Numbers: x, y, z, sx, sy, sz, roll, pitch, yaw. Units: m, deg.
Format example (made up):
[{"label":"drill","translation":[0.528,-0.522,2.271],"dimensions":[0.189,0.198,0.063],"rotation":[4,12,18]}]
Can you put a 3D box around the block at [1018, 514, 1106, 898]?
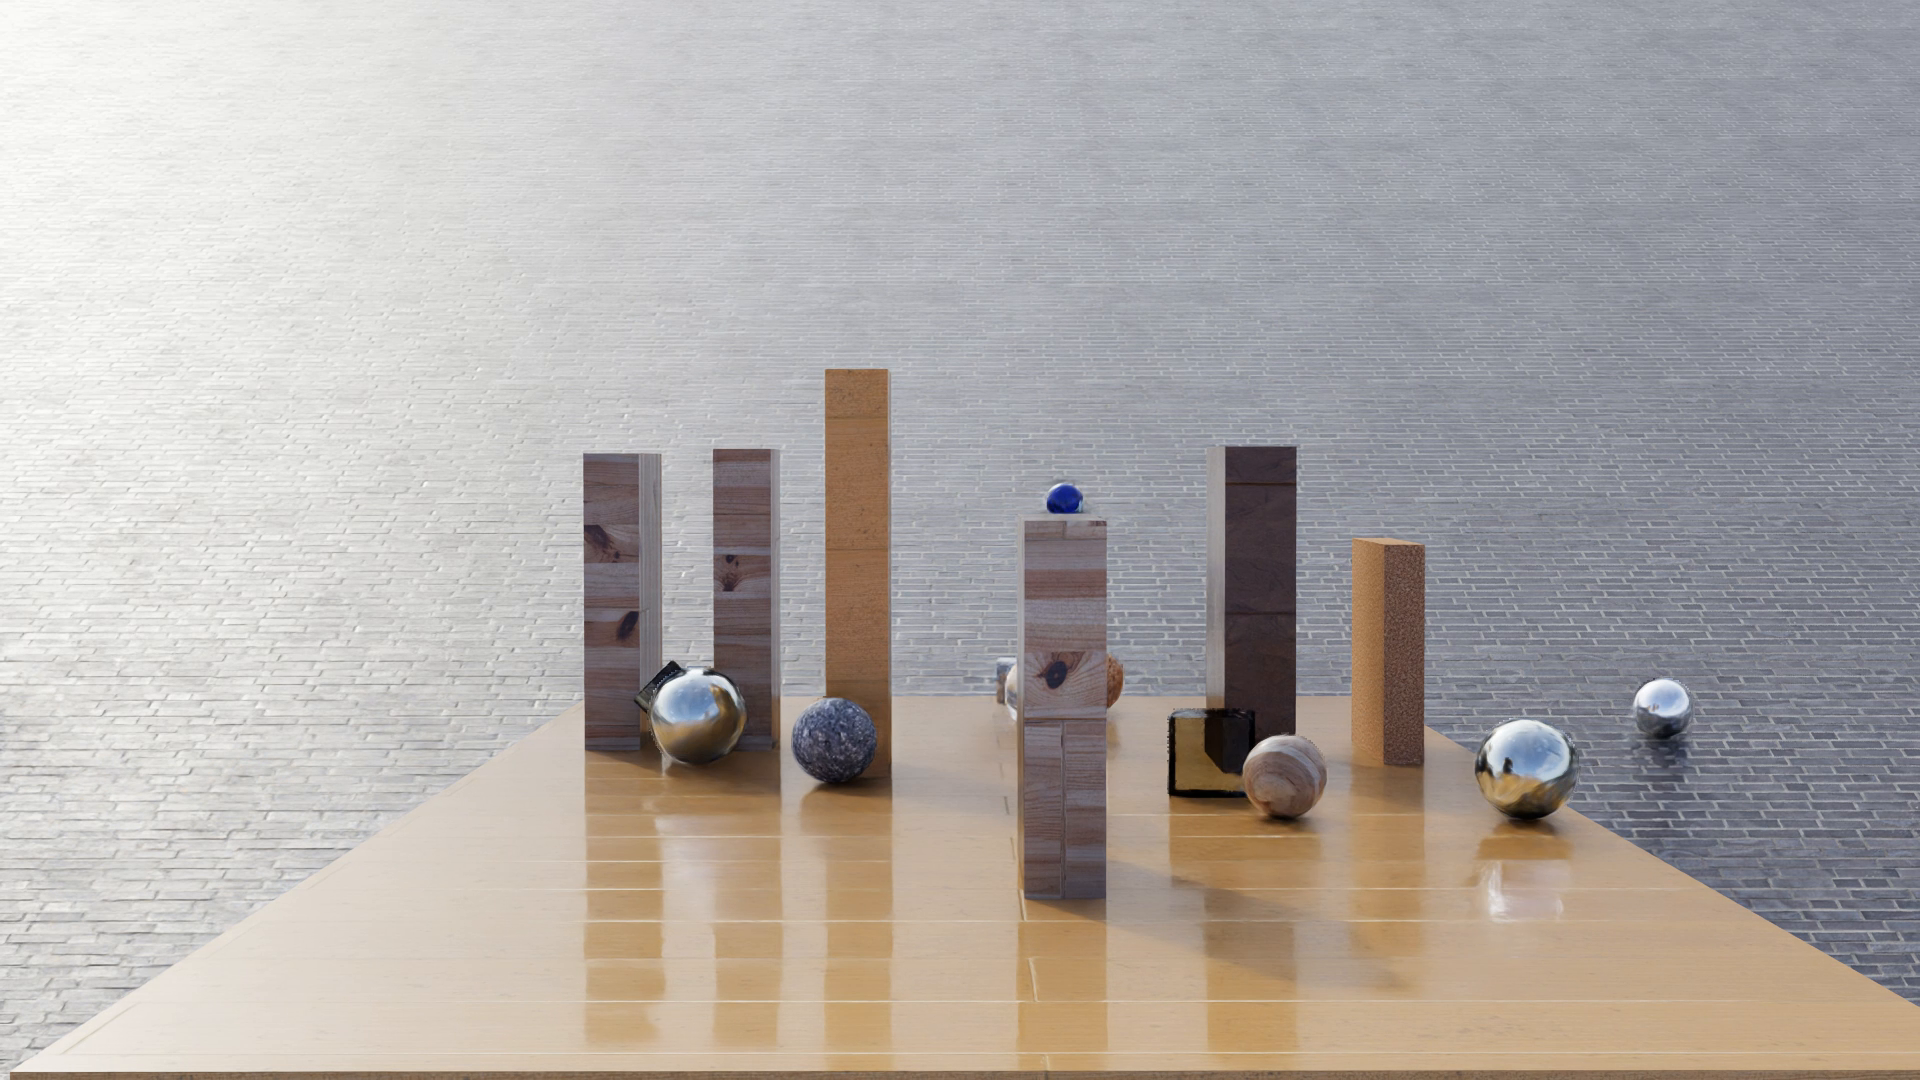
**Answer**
[{"label":"block","translation":[0.145,0.227,3.742],"dimensions":[0.113,0.520,0.406],"rotation":[0,2,0]}]

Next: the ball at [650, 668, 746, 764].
[{"label":"ball","translation":[-0.519,0.348,5.111],"dimensions":[0.191,0.191,0.191],"rotation":[0,25,0]}]

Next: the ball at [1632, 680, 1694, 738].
[{"label":"ball","translation":[1.782,0.427,6.532],"dimensions":[0.147,0.147,0.147],"rotation":[0,25,0]}]

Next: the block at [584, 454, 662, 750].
[{"label":"block","translation":[-0.723,0.122,5.551],"dimensions":[0.115,0.616,0.415],"rotation":[0,2,0]}]

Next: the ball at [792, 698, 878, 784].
[{"label":"ball","translation":[-0.234,0.374,4.811],"dimensions":[0.160,0.160,0.160],"rotation":[0,25,0]}]

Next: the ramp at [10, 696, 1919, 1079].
[{"label":"ramp","translation":[0.057,0.512,4.553],"dimensions":[2.000,0.100,4.000],"rotation":[0,2,0]}]

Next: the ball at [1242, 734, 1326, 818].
[{"label":"ball","translation":[0.546,0.398,4.339],"dimensions":[0.141,0.141,0.141],"rotation":[0,25,0]}]

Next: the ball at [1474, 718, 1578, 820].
[{"label":"ball","translation":[0.950,0.384,4.322],"dimensions":[0.169,0.169,0.169],"rotation":[0,25,0]}]

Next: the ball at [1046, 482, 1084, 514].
[{"label":"ball","translation":[0.314,-0.116,7.752],"dimensions":[0.113,0.113,0.113],"rotation":[0,25,0]}]

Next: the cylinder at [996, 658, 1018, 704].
[{"label":"cylinder","translation":[0.150,0.343,6.251],"dimensions":[0.114,0.114,0.114],"rotation":[0,25,8]}]

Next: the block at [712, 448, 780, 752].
[{"label":"block","translation":[-0.450,0.120,5.465],"dimensions":[0.119,0.625,0.282],"rotation":[0,2,0]}]

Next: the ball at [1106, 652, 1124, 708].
[{"label":"ball","translation":[0.312,0.334,6.130],"dimensions":[0.154,0.154,0.154],"rotation":[0,25,0]}]

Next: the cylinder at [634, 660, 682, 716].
[{"label":"cylinder","translation":[-0.590,0.329,5.314],"dimensions":[0.117,0.117,0.117],"rotation":[44,32,0]}]

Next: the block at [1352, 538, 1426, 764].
[{"label":"block","translation":[0.877,0.220,5.294],"dimensions":[0.080,0.435,0.415],"rotation":[0,2,0]}]

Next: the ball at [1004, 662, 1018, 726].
[{"label":"ball","translation":[0.195,0.330,5.545],"dimensions":[0.200,0.200,0.200],"rotation":[0,25,0]}]

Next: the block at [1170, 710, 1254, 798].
[{"label":"block","translation":[0.457,0.386,4.676],"dimensions":[0.143,0.143,0.143],"rotation":[0,2,10]}]

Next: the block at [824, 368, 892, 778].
[{"label":"block","translation":[-0.196,0.060,5.016],"dimensions":[0.119,0.775,0.269],"rotation":[0,2,0]}]

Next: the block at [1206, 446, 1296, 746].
[{"label":"block","translation":[0.582,0.127,5.180],"dimensions":[0.138,0.628,0.373],"rotation":[0,2,0]}]
